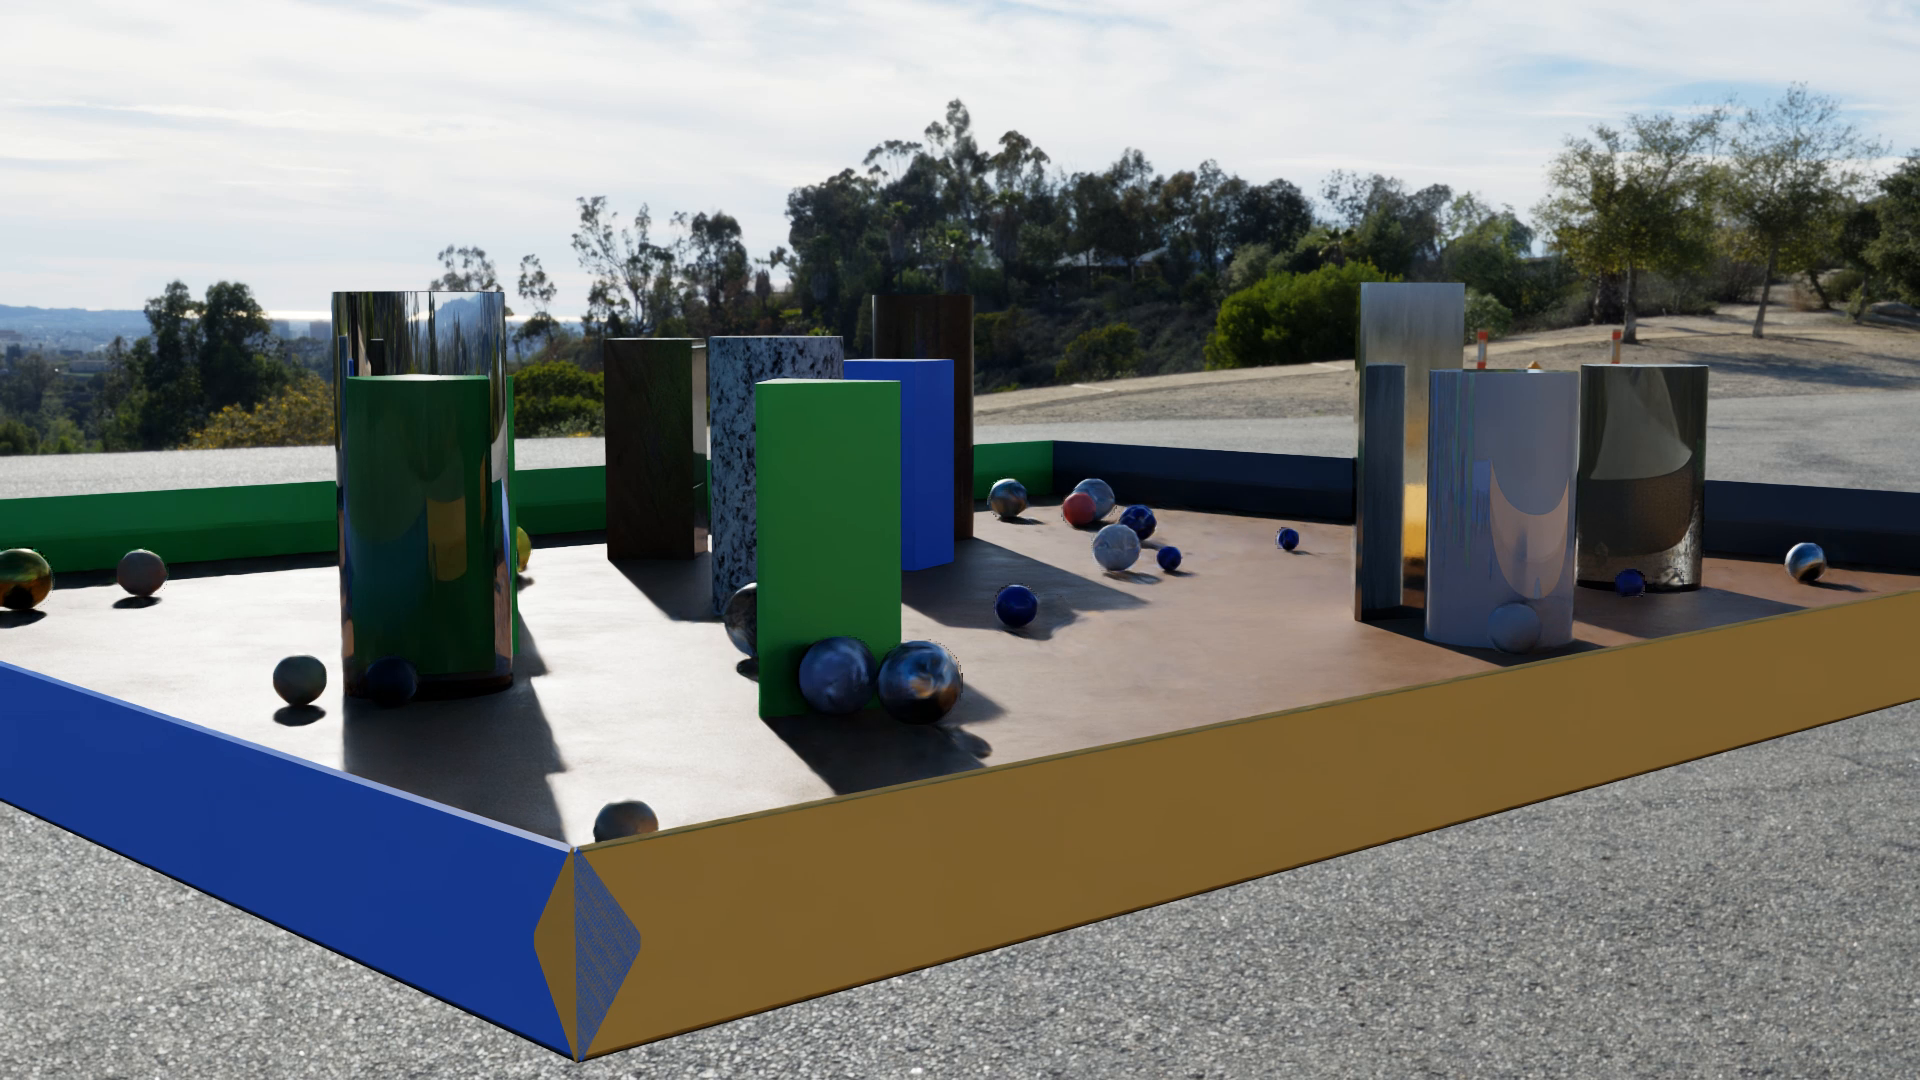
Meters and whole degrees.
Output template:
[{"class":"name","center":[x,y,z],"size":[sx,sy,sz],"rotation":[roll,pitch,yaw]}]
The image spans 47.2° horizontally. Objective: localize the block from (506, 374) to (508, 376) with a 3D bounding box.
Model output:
[{"class":"block","center":[-0.802,-0.081,3.384],"size":[0.158,0.347,0.158],"rotation":[-6,8,-44]}]

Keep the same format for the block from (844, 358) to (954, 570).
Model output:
[{"class":"block","center":[-0.115,-0.136,3.855],"size":[0.158,0.358,0.158],"rotation":[3,7,24]}]

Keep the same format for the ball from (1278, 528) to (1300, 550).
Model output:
[{"class":"ball","center":[0.612,-0.002,4.100],"size":[0.040,0.040,0.040],"rotation":[0,6,0]}]

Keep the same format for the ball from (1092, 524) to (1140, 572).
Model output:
[{"class":"ball","center":[0.267,0.013,3.756],"size":[0.082,0.082,0.082],"rotation":[0,6,0]}]

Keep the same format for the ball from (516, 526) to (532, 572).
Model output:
[{"class":"ball","center":[-0.767,0.015,3.705],"size":[0.089,0.089,0.089],"rotation":[0,6,0]}]

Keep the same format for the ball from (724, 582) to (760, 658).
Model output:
[{"class":"ball","center":[-0.253,0.103,2.819],"size":[0.099,0.099,0.099],"rotation":[0,6,0]}]

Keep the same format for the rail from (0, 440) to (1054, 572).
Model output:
[{"class":"rail","center":[-0.899,-0.068,4.301],"size":[3.107,0.128,0.045],"rotation":[-5,8,-42]}]

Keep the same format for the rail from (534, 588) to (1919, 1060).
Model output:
[{"class":"rail","center":[0.899,0.135,2.363],"size":[3.107,0.128,0.045],"rotation":[-5,8,-42]}]

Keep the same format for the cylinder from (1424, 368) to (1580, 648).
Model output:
[{"class":"cylinder","center":[0.734,-0.048,2.985],"size":[0.197,0.363,0.197],"rotation":[0,6,0]}]

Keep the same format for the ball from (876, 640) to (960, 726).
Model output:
[{"class":"ball","center":[-0.045,0.153,2.367],"size":[0.092,0.092,0.092],"rotation":[0,6,0]}]

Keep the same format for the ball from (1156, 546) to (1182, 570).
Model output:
[{"class":"ball","center":[0.359,0.031,3.770],"size":[0.043,0.043,0.043],"rotation":[0,6,0]}]

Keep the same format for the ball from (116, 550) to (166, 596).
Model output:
[{"class":"ball","center":[-1.279,0.051,3.434],"size":[0.073,0.073,0.073],"rotation":[0,6,0]}]

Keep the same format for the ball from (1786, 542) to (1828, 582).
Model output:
[{"class":"ball","center":[1.394,0.036,3.620],"size":[0.065,0.065,0.065],"rotation":[0,6,0]}]

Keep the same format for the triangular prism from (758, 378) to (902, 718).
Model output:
[{"class":"triangular prism","center":[-0.175,0.002,2.499],"size":[0.171,0.366,0.148],"rotation":[-3,7,-27]}]

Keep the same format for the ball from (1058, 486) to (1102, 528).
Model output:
[{"class":"ball","center":[0.247,-0.064,4.561],"size":[0.092,0.092,0.092],"rotation":[0,6,0]}]

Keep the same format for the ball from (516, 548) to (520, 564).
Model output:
[{"class":"ball","center":[-0.762,0.030,3.595],"size":[0.082,0.082,0.082],"rotation":[0,6,0]}]

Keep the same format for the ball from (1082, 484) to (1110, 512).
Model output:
[{"class":"ball","center":[0.281,-0.085,4.651],"size":[0.069,0.069,0.069],"rotation":[0,6,0]}]

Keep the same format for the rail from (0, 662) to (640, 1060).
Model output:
[{"class":"rail","center":[-1.124,0.141,2.300],"size":[0.045,0.128,2.698],"rotation":[-5,8,-42]}]

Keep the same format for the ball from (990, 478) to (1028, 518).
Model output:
[{"class":"ball","center":[0.105,-0.090,4.742],"size":[0.084,0.084,0.084],"rotation":[0,6,0]}]

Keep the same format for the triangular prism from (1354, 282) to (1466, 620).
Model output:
[{"class":"triangular prism","center":[0.624,-0.135,3.239],"size":[0.171,0.484,0.148],"rotation":[-2,6,-22]}]

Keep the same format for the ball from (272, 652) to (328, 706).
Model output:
[{"class":"ball","center":[-0.746,0.157,2.485],"size":[0.060,0.060,0.060],"rotation":[0,6,0]}]

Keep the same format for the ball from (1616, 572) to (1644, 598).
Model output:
[{"class":"ball","center":[1.043,0.069,3.422],"size":[0.041,0.041,0.041],"rotation":[0,6,0]}]

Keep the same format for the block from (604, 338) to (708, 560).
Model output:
[{"class":"block","center":[-0.551,-0.169,4.000],"size":[0.158,0.393,0.158],"rotation":[0,6,2]}]

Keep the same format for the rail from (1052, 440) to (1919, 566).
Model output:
[{"class":"rail","center":[1.124,-0.074,4.364],"size":[0.045,0.128,2.698],"rotation":[-5,8,-42]}]

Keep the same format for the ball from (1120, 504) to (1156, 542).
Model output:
[{"class":"ball","center":[0.343,-0.033,4.247],"size":[0.072,0.072,0.072],"rotation":[0,6,0]}]

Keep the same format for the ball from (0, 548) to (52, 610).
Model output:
[{"class":"ball","center":[-1.400,0.058,3.273],"size":[0.093,0.093,0.093],"rotation":[0,6,0]}]

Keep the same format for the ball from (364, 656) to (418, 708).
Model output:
[{"class":"ball","center":[-0.640,0.159,2.472],"size":[0.059,0.059,0.059],"rotation":[0,6,0]}]

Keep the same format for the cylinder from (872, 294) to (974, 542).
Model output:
[{"class":"cylinder","center":[-0.072,-0.241,4.308],"size":[0.197,0.474,0.197],"rotation":[0,6,0]}]

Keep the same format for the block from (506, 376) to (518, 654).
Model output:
[{"class":"block","center":[-0.686,-0.031,2.839],"size":[0.158,0.360,0.158],"rotation":[6,8,43]}]

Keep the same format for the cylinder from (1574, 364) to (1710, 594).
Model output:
[{"class":"cylinder","center":[1.100,-0.104,3.553],"size":[0.197,0.357,0.197],"rotation":[0,6,0]}]

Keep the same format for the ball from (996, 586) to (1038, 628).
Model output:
[{"class":"ball","center":[0.080,0.093,3.100],"size":[0.059,0.059,0.059],"rotation":[0,6,0]}]

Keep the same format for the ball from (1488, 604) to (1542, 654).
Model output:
[{"class":"ball","center":[0.721,0.115,2.855],"size":[0.067,0.067,0.067],"rotation":[0,6,0]}]

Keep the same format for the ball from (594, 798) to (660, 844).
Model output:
[{"class":"ball","center":[-0.270,0.235,1.777],"size":[0.053,0.053,0.053],"rotation":[0,6,0]}]

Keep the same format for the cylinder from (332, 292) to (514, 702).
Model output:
[{"class":"cylinder","center":[-0.631,-0.057,2.585],"size":[0.197,0.466,0.197],"rotation":[0,6,0]}]

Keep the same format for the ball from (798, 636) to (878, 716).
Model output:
[{"class":"ball","center":[-0.132,0.149,2.399],"size":[0.087,0.087,0.087],"rotation":[0,6,0]}]

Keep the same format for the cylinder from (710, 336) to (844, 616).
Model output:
[{"class":"cylinder","center":[-0.270,-0.098,3.258],"size":[0.197,0.406,0.197],"rotation":[0,6,0]}]
